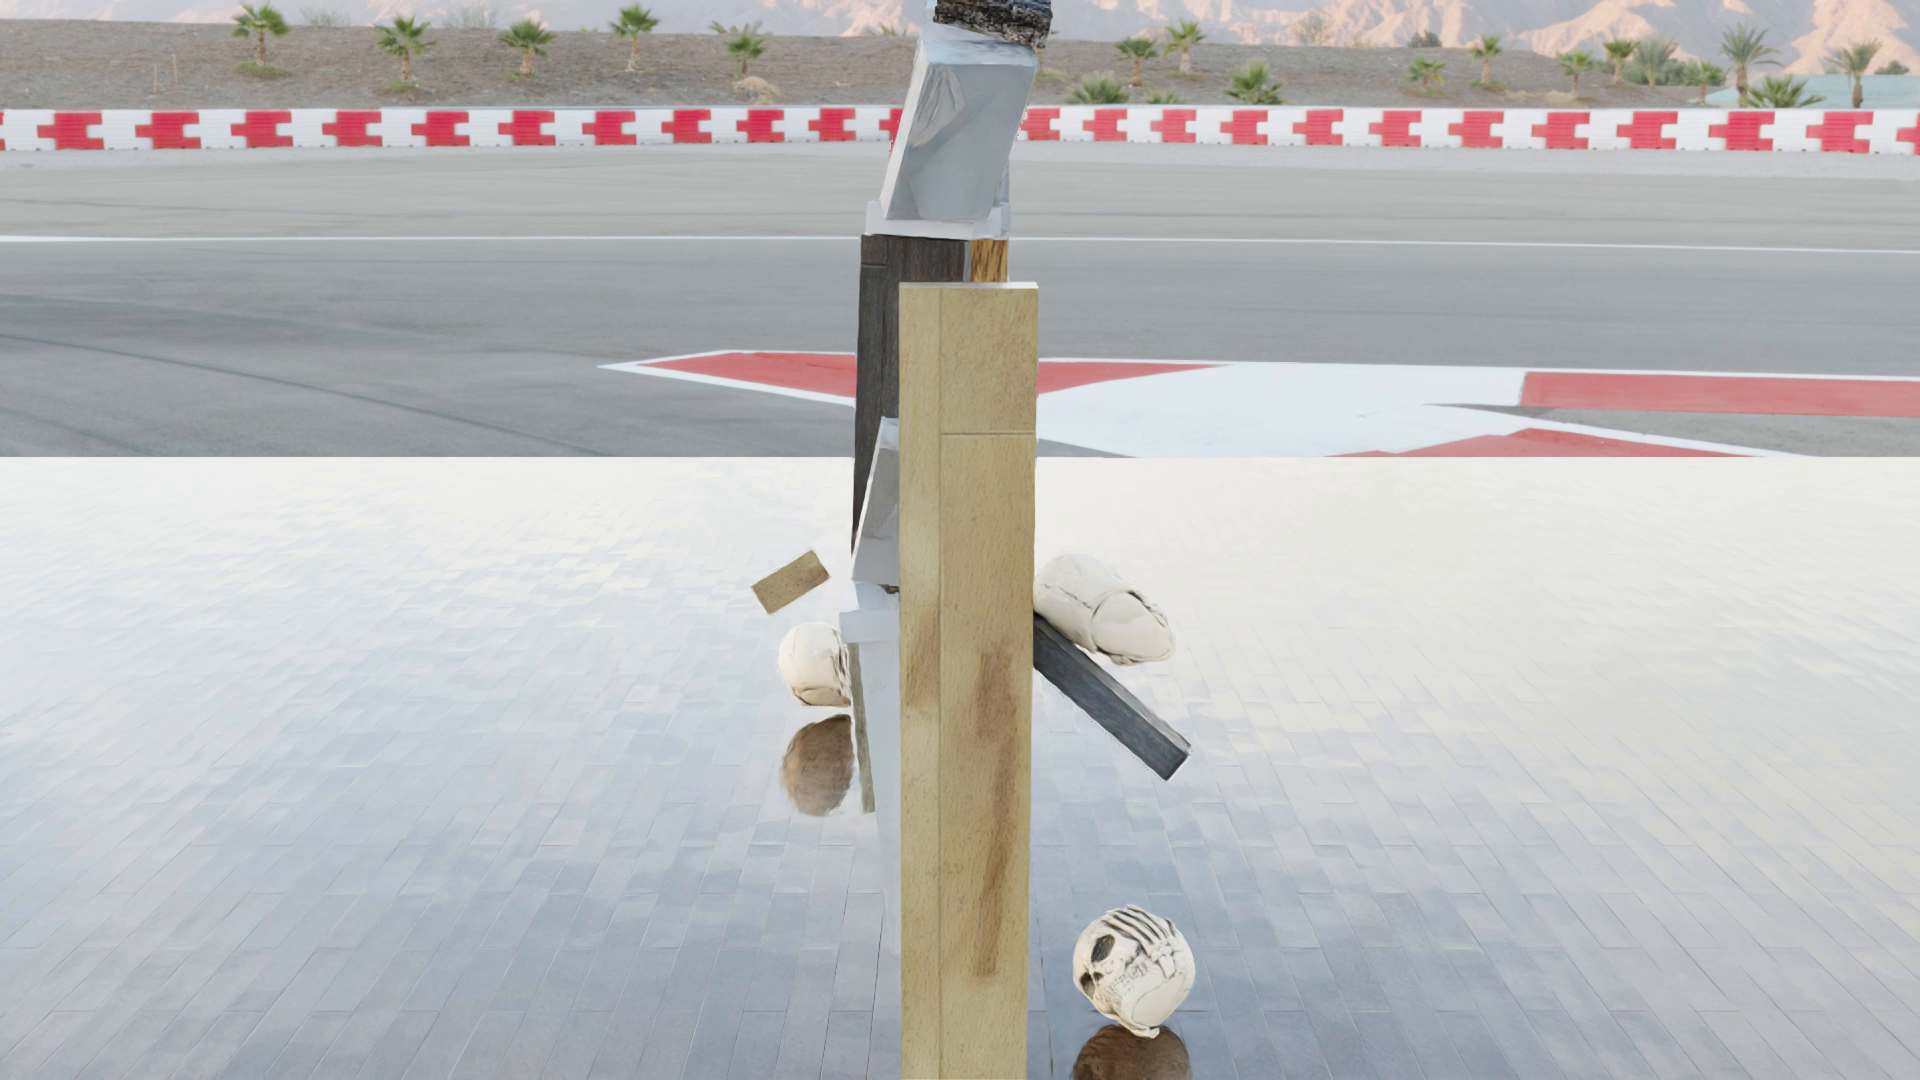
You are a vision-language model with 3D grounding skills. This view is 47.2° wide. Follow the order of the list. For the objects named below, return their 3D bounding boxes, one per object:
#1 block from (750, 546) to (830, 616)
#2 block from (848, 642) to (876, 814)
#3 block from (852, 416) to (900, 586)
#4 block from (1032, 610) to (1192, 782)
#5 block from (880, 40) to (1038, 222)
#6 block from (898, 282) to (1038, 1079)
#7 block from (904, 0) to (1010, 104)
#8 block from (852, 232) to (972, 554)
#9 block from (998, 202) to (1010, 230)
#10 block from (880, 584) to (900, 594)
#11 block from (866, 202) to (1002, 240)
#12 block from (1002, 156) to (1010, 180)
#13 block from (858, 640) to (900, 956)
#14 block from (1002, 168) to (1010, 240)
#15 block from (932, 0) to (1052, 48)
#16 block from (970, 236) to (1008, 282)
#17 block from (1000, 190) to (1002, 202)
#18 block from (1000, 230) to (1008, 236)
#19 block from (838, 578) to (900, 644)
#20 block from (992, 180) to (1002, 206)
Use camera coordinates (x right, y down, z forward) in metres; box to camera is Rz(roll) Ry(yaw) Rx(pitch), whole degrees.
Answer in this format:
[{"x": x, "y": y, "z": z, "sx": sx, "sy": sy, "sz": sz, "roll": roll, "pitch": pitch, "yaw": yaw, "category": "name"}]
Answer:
[{"x": -0.244, "y": 0.059, "z": 3.166, "sx": 0.103, "sy": 0.052, "sz": 0.015, "roll": -31, "pitch": 19, "yaw": -1, "category": "block"}, {"x": -0.080, "y": 0.240, "z": 3.237, "sx": 0.155, "sy": 0.310, "sz": 0.044, "roll": -5, "pitch": 9, "yaw": -4, "category": "block"}, {"x": -0.041, "y": -0.040, "z": 2.888, "sx": 0.167, "sy": 0.047, "sz": 0.333, "roll": 6, "pitch": -32, "yaw": -6, "category": "block"}, {"x": 0.190, "y": 0.212, "z": 3.176, "sx": 0.333, "sy": 0.047, "sz": 0.167, "roll": 41, "pitch": 5, "yaw": 5, "category": "block"}, {"x": -0.005, "y": -0.537, "z": 2.914, "sx": 0.146, "sy": 0.041, "sz": 0.292, "roll": -2, "pitch": -34, "yaw": -16, "category": "block"}, {"x": 0.007, "y": 0.207, "z": 2.802, "sx": 0.167, "sy": 1.072, "sz": 0.047, "roll": 0, "pitch": 17, "yaw": -2, "category": "block"}, {"x": -0.002, "y": -0.619, "z": 3.113, "sx": 0.146, "sy": 0.292, "sz": 0.041, "roll": 14, "pitch": 42, "yaw": -1, "category": "block"}, {"x": -0.072, "y": -0.202, "z": 3.175, "sx": 0.150, "sy": 0.471, "sz": 0.043, "roll": 6, "pitch": 16, "yaw": 11, "category": "block"}, {"x": 0.005, "y": -0.546, "z": 3.696, "sx": 0.149, "sy": 0.042, "sz": 0.299, "roll": 0, "pitch": 9, "yaw": -1, "category": "block"}, {"x": -0.086, "y": 0.056, "z": 3.099, "sx": 0.052, "sy": 0.015, "sz": 0.104, "roll": -7, "pitch": 11, "yaw": -11, "category": "block"}, {"x": -0.034, "y": -0.468, "z": 3.209, "sx": 0.150, "sy": 0.043, "sz": 0.301, "roll": 5, "pitch": 10, "yaw": 8, "category": "block"}, {"x": 0.011, "y": -0.630, "z": 3.422, "sx": 0.131, "sy": 0.037, "sz": 0.263, "roll": 4, "pitch": -12, "yaw": 2, "category": "block"}, {"x": -0.041, "y": 0.347, "z": 3.061, "sx": 0.155, "sy": 0.457, "sz": 0.044, "roll": -5, "pitch": 9, "yaw": 2, "category": "block"}, {"x": -0.002, "y": -0.502, "z": 3.923, "sx": 0.176, "sy": 0.353, "sz": 0.050, "roll": 0, "pitch": 13, "yaw": 0, "category": "block"}, {"x": 0.046, "y": -0.714, "z": 2.928, "sx": 0.146, "sy": 0.041, "sz": 0.292, "roll": 13, "pitch": 21, "yaw": -3, "category": "block"}, {"x": -0.003, "y": -0.310, "z": 3.348, "sx": 0.150, "sy": 0.301, "sz": 0.043, "roll": 0, "pitch": 16, "yaw": 2, "category": "block"}, {"x": -0.003, "y": -0.565, "z": 3.564, "sx": 0.131, "sy": 0.037, "sz": 0.263, "roll": 1, "pitch": 10, "yaw": 3, "category": "block"}, {"x": 0.004, "y": -0.358, "z": 3.611, "sx": 0.149, "sy": 0.299, "sz": 0.042, "roll": 0, "pitch": 0, "yaw": 1, "category": "block"}, {"x": -0.081, "y": 0.083, "z": 3.113, "sx": 0.155, "sy": 0.044, "sz": 0.310, "roll": -4, "pitch": 11, "yaw": 2, "category": "block"}, {"x": -0.008, "y": -0.506, "z": 3.422, "sx": 0.131, "sy": 0.263, "sz": 0.037, "roll": 7, "pitch": 37, "yaw": 0, "category": "block"}]
